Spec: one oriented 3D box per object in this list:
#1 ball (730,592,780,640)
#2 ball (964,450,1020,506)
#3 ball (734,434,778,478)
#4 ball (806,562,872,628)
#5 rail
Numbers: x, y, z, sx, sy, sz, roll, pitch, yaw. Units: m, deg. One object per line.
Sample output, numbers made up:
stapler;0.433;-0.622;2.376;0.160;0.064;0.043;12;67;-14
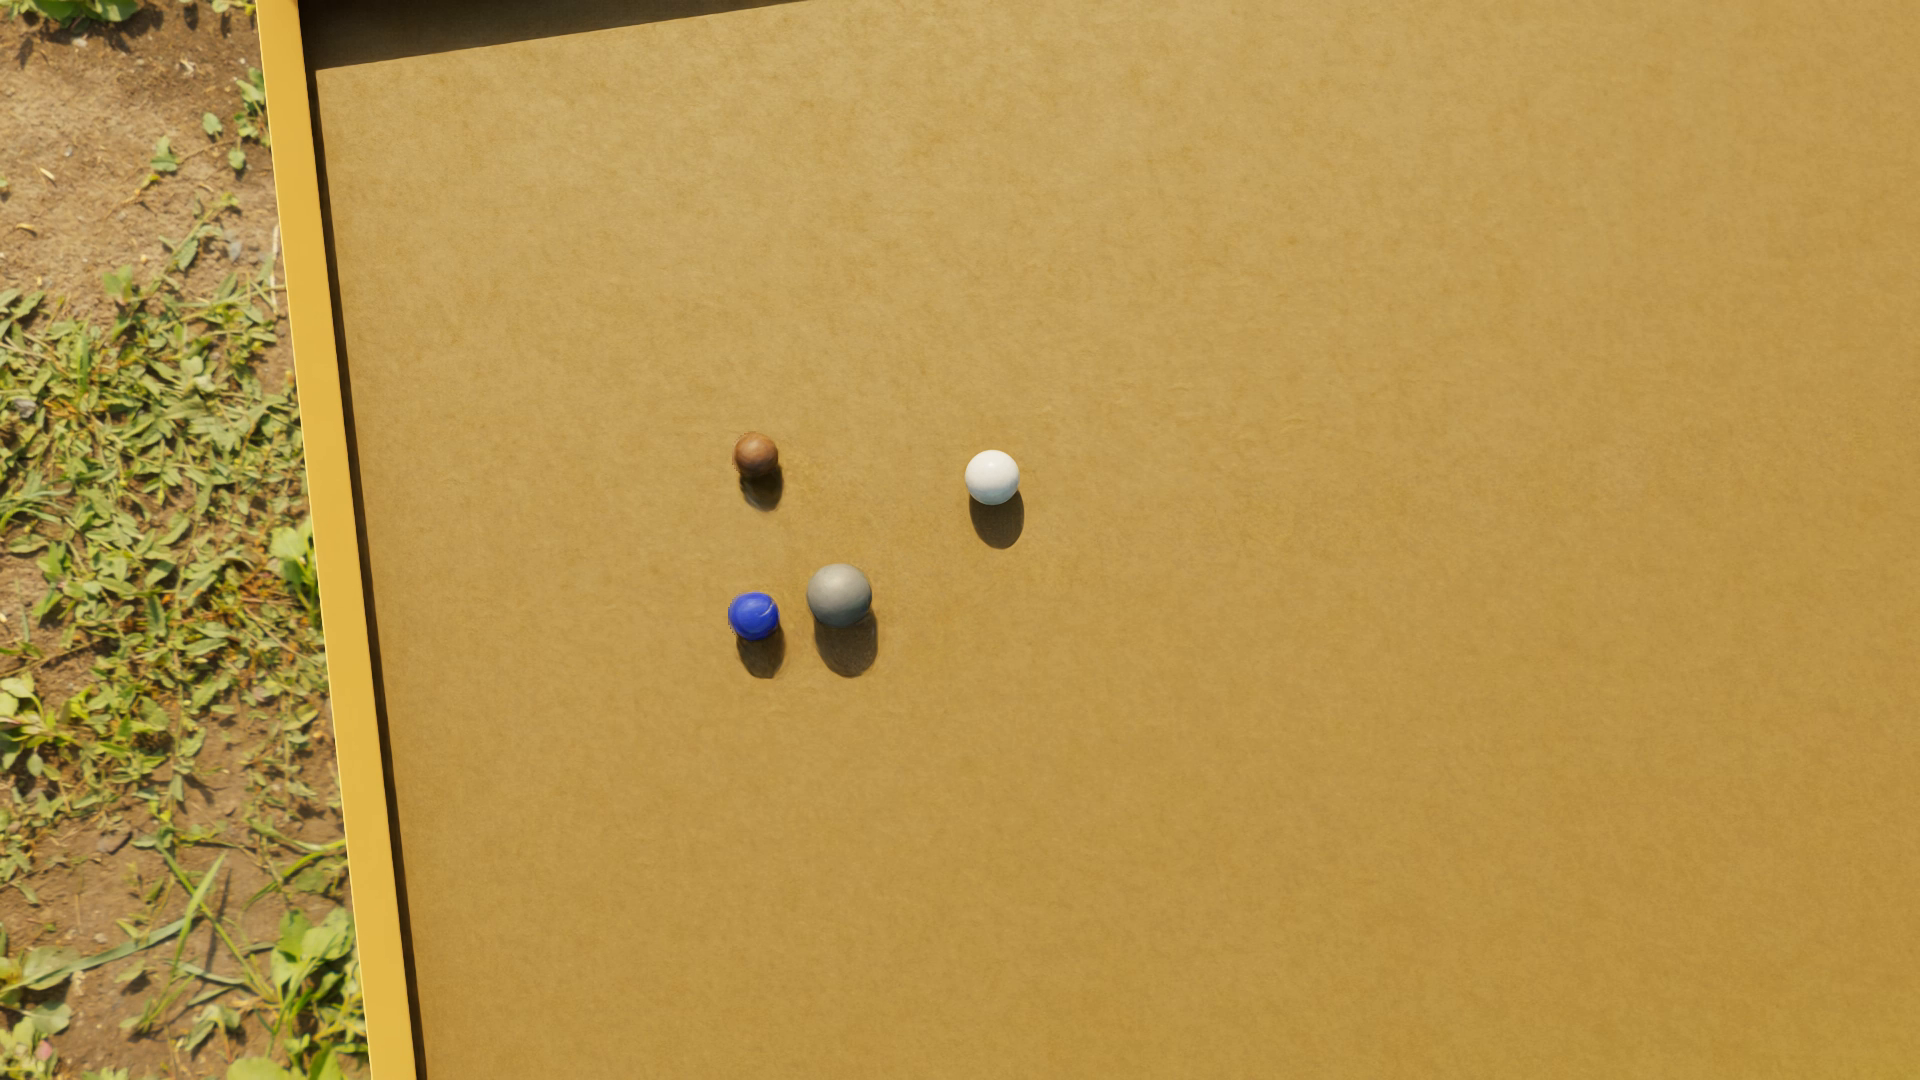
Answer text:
ball;-0.303;0.112;3.250;0.073;0.073;0.073;0;82;0
ball;0.048;-0.093;3.275;0.083;0.083;0.083;0;82;0
ball;-0.305;-0.127;3.288;0.066;0.066;0.066;0;82;0
ball;-0.178;0.081;3.243;0.096;0.096;0.096;0;82;0
rail;-0.892;0.128;3.220;0.045;0.125;2.035;-8;82;-1
